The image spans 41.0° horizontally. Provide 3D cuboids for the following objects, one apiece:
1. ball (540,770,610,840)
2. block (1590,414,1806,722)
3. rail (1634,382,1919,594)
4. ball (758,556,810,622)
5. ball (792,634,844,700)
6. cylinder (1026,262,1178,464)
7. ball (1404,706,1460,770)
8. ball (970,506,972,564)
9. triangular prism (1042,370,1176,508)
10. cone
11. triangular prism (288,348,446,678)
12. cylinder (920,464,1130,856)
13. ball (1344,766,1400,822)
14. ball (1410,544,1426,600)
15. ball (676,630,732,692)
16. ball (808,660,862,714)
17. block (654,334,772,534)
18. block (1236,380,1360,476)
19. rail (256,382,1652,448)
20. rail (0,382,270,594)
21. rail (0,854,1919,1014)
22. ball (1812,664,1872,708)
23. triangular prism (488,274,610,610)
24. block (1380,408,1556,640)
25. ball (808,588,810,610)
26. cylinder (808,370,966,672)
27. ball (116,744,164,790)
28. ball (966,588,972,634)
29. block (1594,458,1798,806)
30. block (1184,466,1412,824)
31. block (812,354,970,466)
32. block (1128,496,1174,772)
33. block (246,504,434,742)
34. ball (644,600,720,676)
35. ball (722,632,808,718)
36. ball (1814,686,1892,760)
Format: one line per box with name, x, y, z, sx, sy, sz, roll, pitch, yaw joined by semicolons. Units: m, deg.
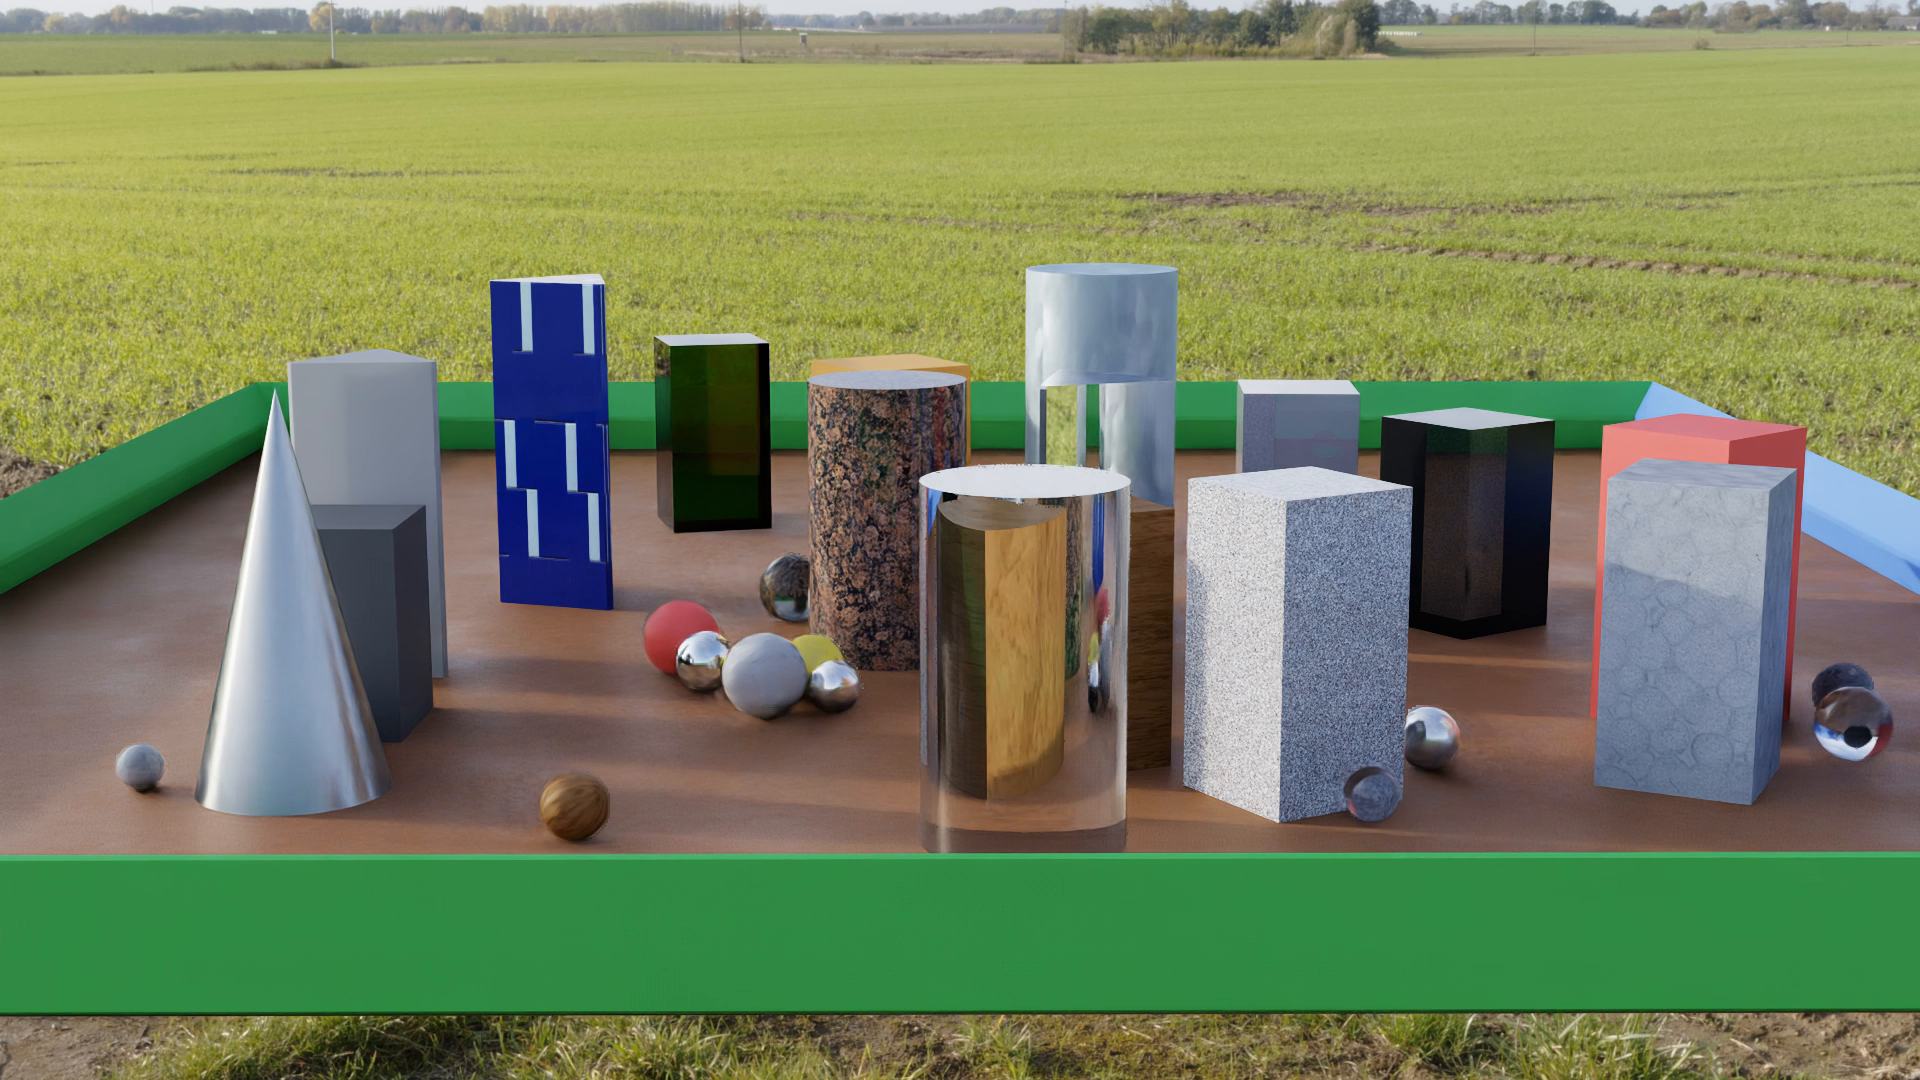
ball;-0.367;0.253;2.439;0.066;0.066;0.066;0;11;0
block;0.823;0.038;2.863;0.157;0.333;0.157;-9;14;-41
rail;1.314;0.031;3.456;0.045;0.127;2.987;0;11;0
ball;-0.222;0.064;3.392;0.088;0.088;0.088;0;11;0
ball;-0.172;0.148;2.976;0.076;0.076;0.076;0;11;0
cylinder;0.183;-0.121;3.353;0.196;0.466;0.196;0;11;0
ball;0.490;0.207;2.684;0.066;0.066;0.066;0;11;0
ball;-0.009;-0.006;3.745;0.098;0.098;0.098;0;11;0
triangular prism;0.150;-0.019;3.094;0.170;0.360;0.147;-4;11;-20
cone;-0.678;0.051;2.577;0.196;0.411;0.196;0;11;0
triangular prism;-0.709;-0.035;3.123;0.170;0.381;0.147;-1;11;-4
cylinder;0.060;0.115;2.408;0.196;0.347;0.196;0;11;0
ball;0.401;0.247;2.500;0.054;0.054;0.054;0;11;0
ball;0.585;0.043;3.486;0.096;0.096;0.096;0;11;0
ball;-0.299;0.143;3.015;0.072;0.072;0.072;0;11;0
ball;-0.143;0.166;2.917;0.061;0.061;0.061;0;11;0
block;-0.396;-0.174;4.107;0.157;0.296;0.157;-3;11;-16
block;0.468;-0.072;3.586;0.157;0.286;0.157;1;11;3
rail;-0.008;-0.235;4.894;2.675;0.127;0.045;0;11;0
rail;-1.314;0.034;3.441;0.045;0.127;2.987;0;11;0
rail;0.008;0.301;2.004;2.675;0.127;0.045;0;11;0
ball;0.989;0.171;2.877;0.065;0.065;0.065;0;11;0
triangular prism;-0.528;-0.140;3.526;0.170;0.440;0.147;4;11;19
block;0.663;-0.025;3.372;0.157;0.272;0.157;-7;13;-35
ball;-0.156;0.077;3.331;0.085;0.085;0.085;0;11;0
cylinder;-0.090;-0.028;3.185;0.196;0.345;0.196;0;11;0
ball;-0.833;0.231;2.608;0.047;0.047;0.047;0;11;0
ball;-0.005;0.091;3.310;0.065;0.065;0.065;0;11;0
block;0.754;0.089;2.631;0.157;0.318;0.157;5;12;27
block;0.337;0.100;2.573;0.157;0.318;0.157;-6;12;-31
block;-0.093;-0.074;3.463;0.157;0.334;0.157;-6;12;-30
block;0.118;0.096;2.713;0.157;0.274;0.157;-5;12;-24
block;-0.685;0.090;2.849;0.157;0.236;0.157;0;11;1
ball;-0.336;0.118;3.094;0.092;0.092;0.092;0;11;0
ball;-0.220;0.153;2.892;0.096;0.096;0.096;0;11;0
ball;0.946;0.194;2.717;0.079;0.079;0.079;0;11;0
